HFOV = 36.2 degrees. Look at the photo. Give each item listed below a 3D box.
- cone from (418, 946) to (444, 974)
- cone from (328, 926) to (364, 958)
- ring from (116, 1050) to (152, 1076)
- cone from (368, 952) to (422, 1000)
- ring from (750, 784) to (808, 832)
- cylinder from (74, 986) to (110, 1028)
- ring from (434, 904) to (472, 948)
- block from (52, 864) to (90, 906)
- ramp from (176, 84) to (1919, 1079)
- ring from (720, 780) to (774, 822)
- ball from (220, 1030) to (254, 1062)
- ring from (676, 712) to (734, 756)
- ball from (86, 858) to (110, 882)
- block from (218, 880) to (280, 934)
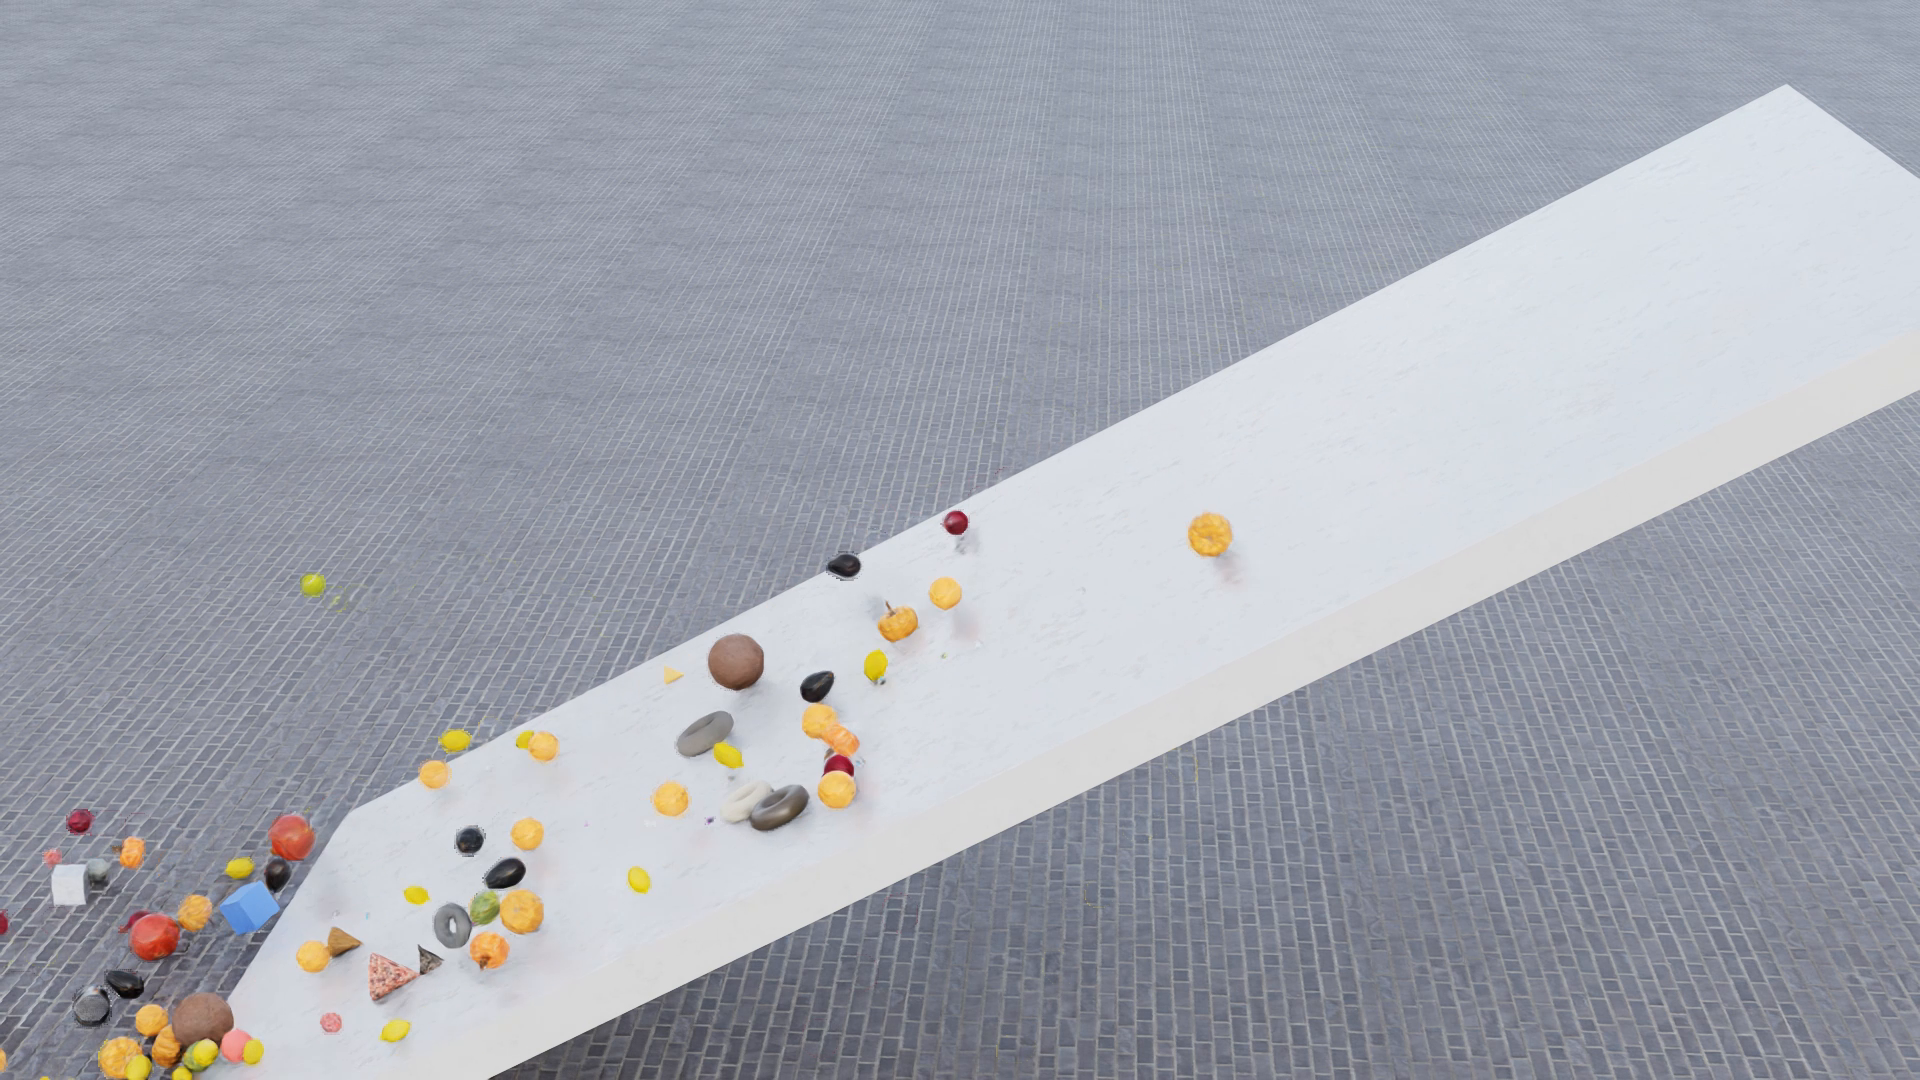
[{"bbox_3d":[-1.094,0.851,6.017,0.053,0.053,0.053,-28,14,8],"label":"cone"},{"bbox_3d":[-1.338,0.881,6.440,0.069,0.069,0.069,1,18,8],"label":"cone"},{"bbox_3d":[-1.810,1.146,6.446,0.079,0.026,0.079,-10,20,4],"label":"ring"},{"bbox_3d":[-1.149,0.890,6.009,0.099,0.099,0.099,-2,18,1],"label":"cone"},{"bbox_3d":[-0.353,0.522,5.725,0.129,0.043,0.129,-28,13,7],"label":"ring"},{"bbox_3d":[-1.954,1.050,6.622,0.076,0.076,0.076,-5,8,-17],"label":"cylinder"},{"bbox_3d":[-1.037,0.788,6.007,0.094,0.094,0.031,12,7,33],"label":"ring"},{"bbox_3d":[-2.206,0.855,7.298,0.075,0.075,0.075,-2,18,-6],"label":"block"},{"bbox_3d":[0.141,0.167,6.282,4.000,0.100,2.000,-27,14,11],"label":"ramp"},{"bbox_3d":[-0.426,0.523,5.875,0.117,0.039,0.117,-27,15,8],"label":"ring"},{"bbox_3d":[-1.499,1.049,6.098,0.067,0.067,0.067,0,18,0],"label":"ball"},{"bbox_3d":[-0.560,0.426,6.462,0.139,0.046,0.139,-30,14,8],"label":"ring"},{"bbox_3d":[-2.172,0.831,7.397,0.062,0.062,0.062,0,18,0],"label":"ball"},{"bbox_3d":[-1.705,0.883,7.058,0.084,0.084,0.084,-18,19,41],"label":"block"}]
